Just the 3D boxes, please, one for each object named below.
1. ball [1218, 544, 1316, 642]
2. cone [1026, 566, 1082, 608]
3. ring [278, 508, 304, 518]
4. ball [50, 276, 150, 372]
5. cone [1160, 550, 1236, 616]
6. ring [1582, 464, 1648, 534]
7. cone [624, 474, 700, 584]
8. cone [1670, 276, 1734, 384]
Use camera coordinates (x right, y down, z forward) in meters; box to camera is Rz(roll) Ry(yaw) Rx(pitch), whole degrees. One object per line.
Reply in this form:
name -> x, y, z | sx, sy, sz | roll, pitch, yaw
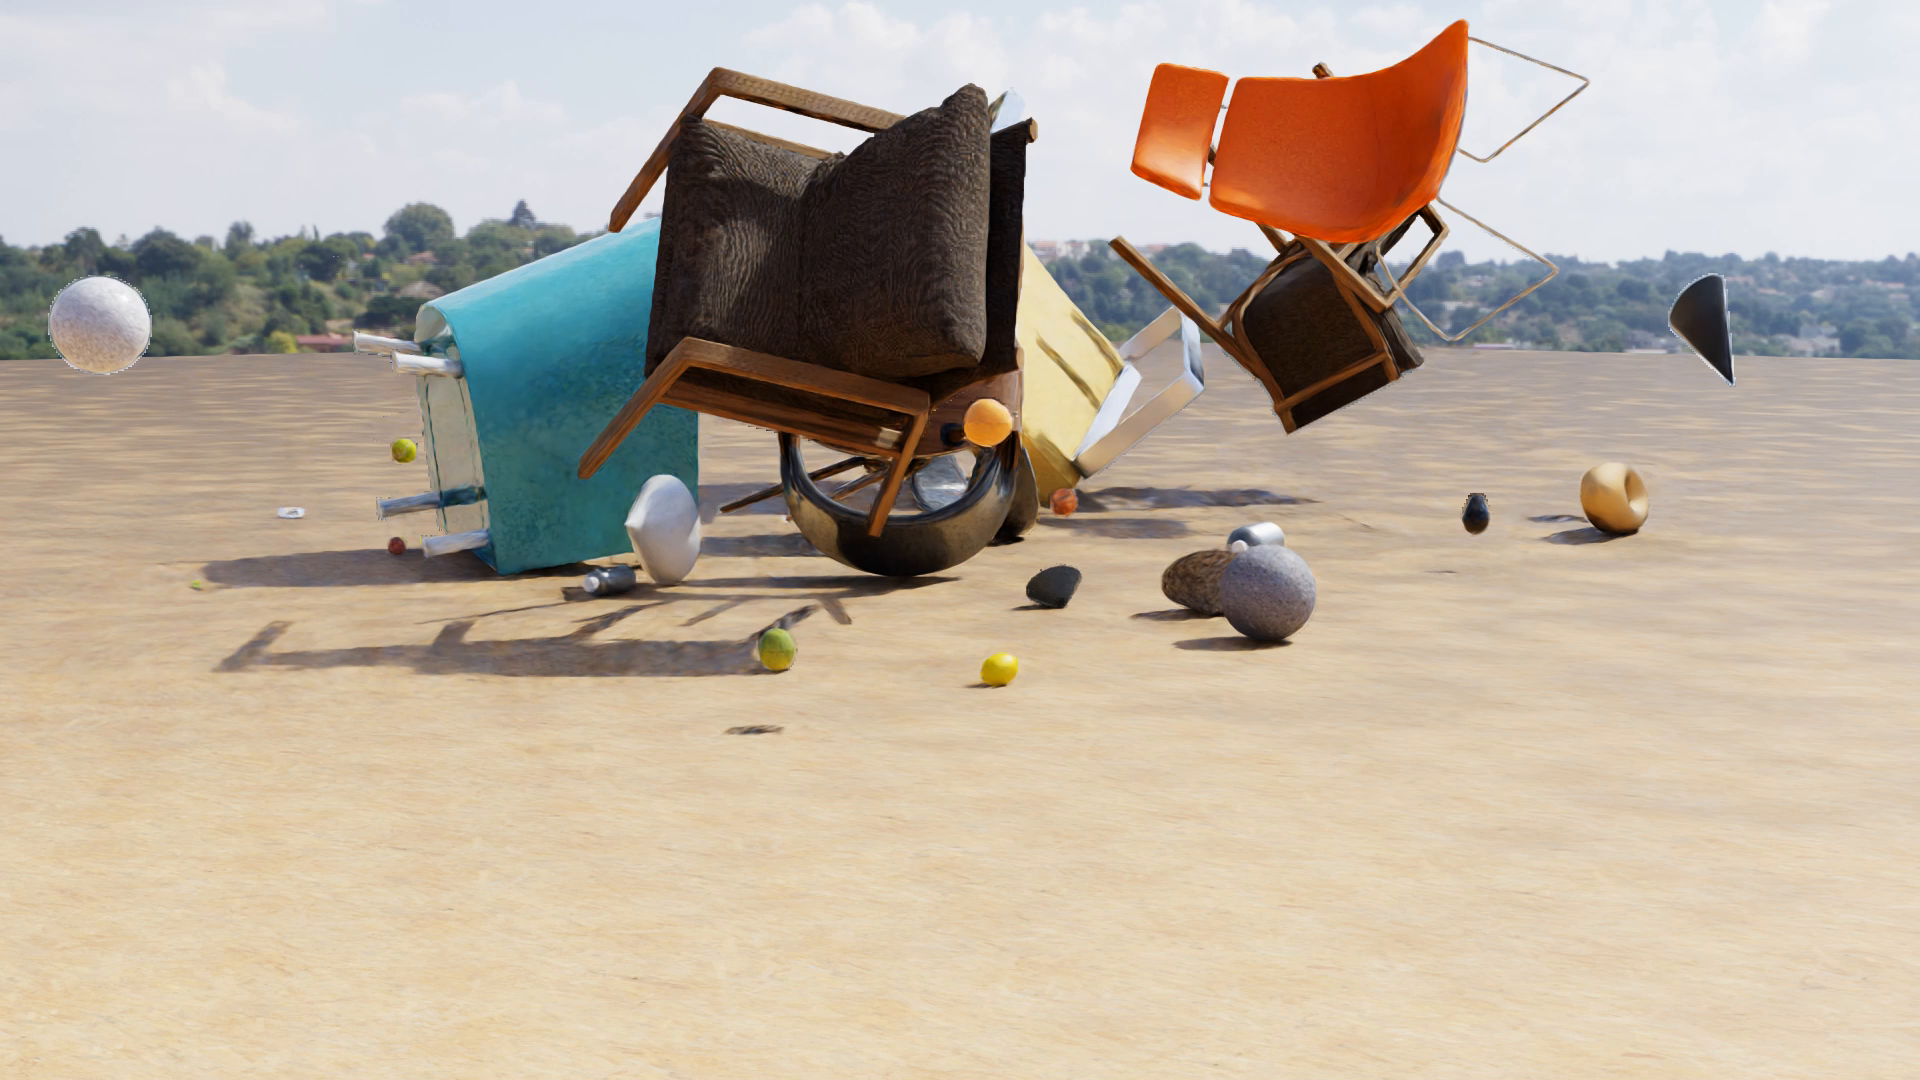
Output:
ball -> 0.555, 0.095, 4.633 | 0.175, 0.175, 0.175 | 0, 6, 0
cone -> 0.197, 0.113, 5.108 | 0.119, 0.107, 0.067 | -12, 48, -11
ring -> -1.831, -0.075, 7.024 | 0.071, 0.024, 0.096 | -3, 6, -14
ball -> -2.116, -0.530, 6.314 | 0.234, 0.234, 0.234 | 0, 6, 0
cone -> 0.487, 0.113, 4.996 | 0.188, 0.094, 0.181 | -17, -42, 18
ring -> 1.677, -0.107, 6.564 | 0.108, 0.184, 0.483 | -12, -6, 24
cone -> -0.658, -0.028, 5.371 | 0.158, 0.238, 0.234 | -7, -4, 14
cone -> 2.084, -0.542, 7.082 | 0.129, 0.217, 0.317 | 5, 48, -17
